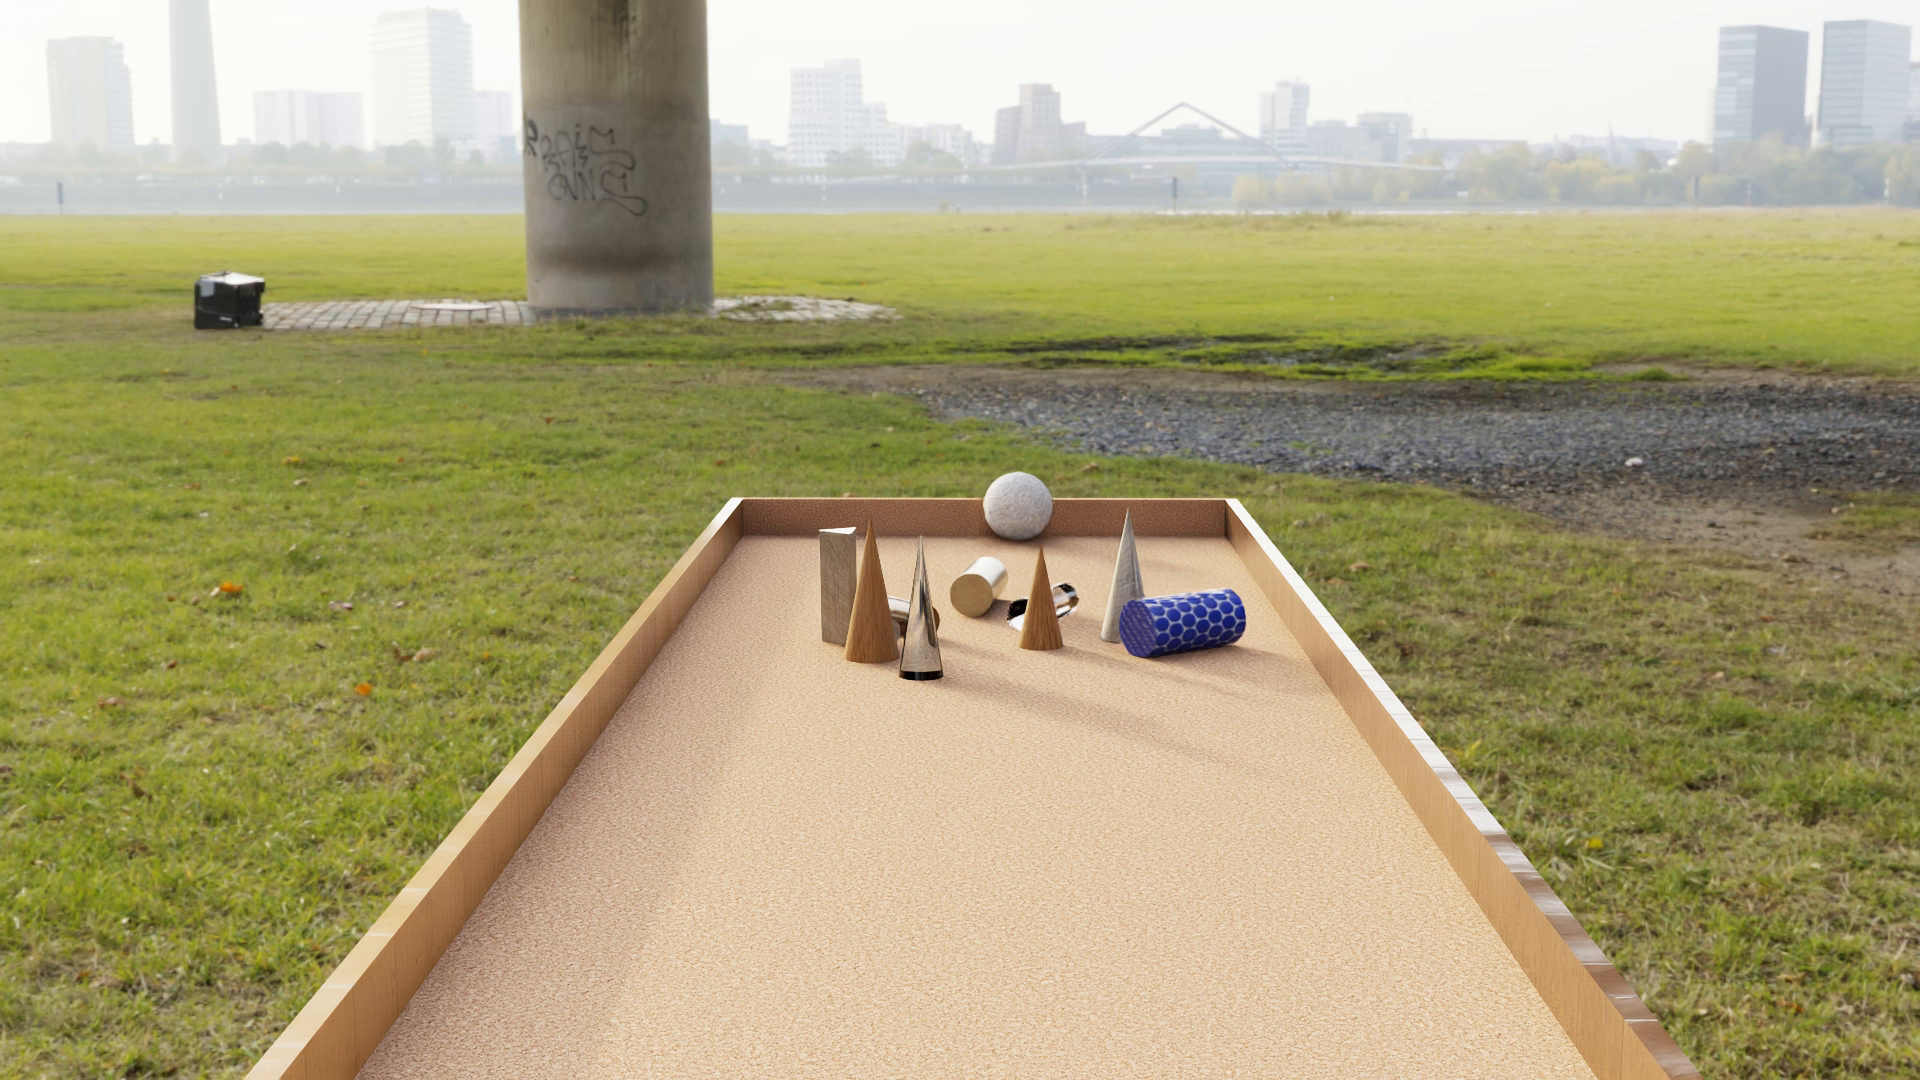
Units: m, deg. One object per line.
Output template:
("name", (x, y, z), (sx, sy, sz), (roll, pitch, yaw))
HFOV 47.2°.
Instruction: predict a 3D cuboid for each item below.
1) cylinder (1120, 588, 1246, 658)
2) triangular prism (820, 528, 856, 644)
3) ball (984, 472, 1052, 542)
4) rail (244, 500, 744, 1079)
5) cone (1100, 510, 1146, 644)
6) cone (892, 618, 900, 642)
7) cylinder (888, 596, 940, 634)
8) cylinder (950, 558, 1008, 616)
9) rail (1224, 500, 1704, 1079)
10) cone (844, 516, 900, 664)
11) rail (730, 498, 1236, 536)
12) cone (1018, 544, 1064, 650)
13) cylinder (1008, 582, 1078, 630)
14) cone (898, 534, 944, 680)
("cylinder", (0.693, 0.255, 6.833), (0.365, 0.179, 0.179), (-6, 11, -35))
("triangular prism", (-0.361, 0.144, 6.955), (0.121, 0.357, 0.105), (6, 12, 35))
("ball", (0.236, -0.136, 8.971), (0.281, 0.281, 0.281), (0, 9, 0))
("rail", (-1.004, 0.839, 3.234), (0.050, 0.150, 12.000), (0, 9, 1))
("cone", (0.532, 0.106, 6.981), (0.169, 0.426, 0.169), (0, 9, 0))
("cone", (-0.312, 0.284, 7.058), (0.100, 0.100, 0.399), (-4, 3, -23))
("cylinder", (-0.239, 0.237, 7.160), (0.111, 0.111, 0.422), (-7, 11, -38))
("cylinder", (0.067, 0.159, 7.539), (0.147, 0.147, 0.346), (2, 9, 10))
("rail", (1.046, 0.843, 3.208), (0.050, 0.150, 12.000), (0, 9, 1))
("cone", (-0.271, 0.141, 6.706), (0.173, 0.442, 0.173), (0, 9, 0))
("rail", (0.099, -0.098, 9.147), (2.100, 0.150, 0.050), (0, 9, 1))
("cone", (0.253, 0.172, 6.887), (0.145, 0.325, 0.145), (0, 9, 0))
("cylinder", (0.278, 0.221, 7.265), (0.110, 0.110, 0.321), (4, 10, 25))
("cone", (-0.115, 0.190, 6.450), (0.134, 0.426, 0.134), (0, 9, 0))
